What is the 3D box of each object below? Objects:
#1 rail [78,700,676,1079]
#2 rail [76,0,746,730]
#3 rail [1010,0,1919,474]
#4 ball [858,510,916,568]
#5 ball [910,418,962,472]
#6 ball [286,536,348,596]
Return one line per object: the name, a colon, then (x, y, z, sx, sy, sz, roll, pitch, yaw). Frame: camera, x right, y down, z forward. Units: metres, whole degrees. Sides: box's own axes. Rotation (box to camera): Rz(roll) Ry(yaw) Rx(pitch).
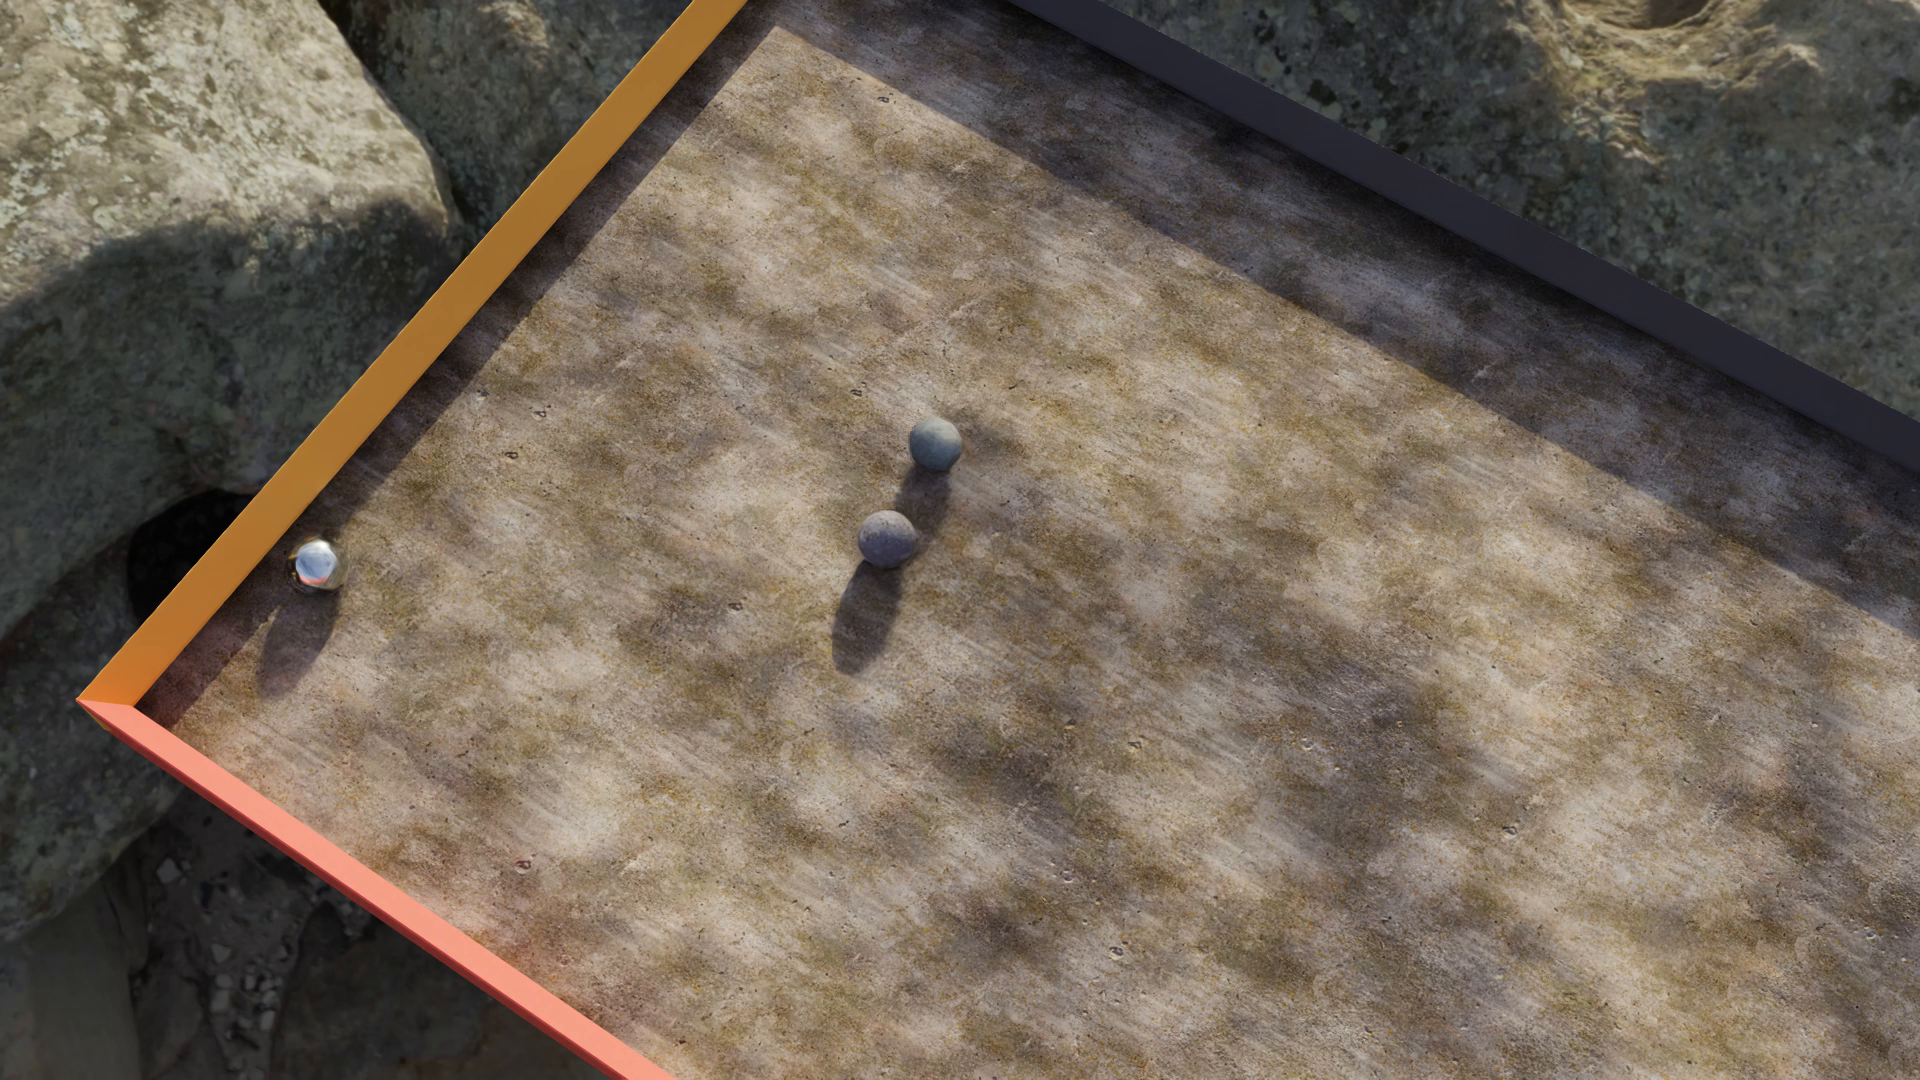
rail: (0.272, 1.207, 2.975, 3.852, 0.126, 0.045, 31, 68, 14)
rail: (-0.786, -0.473, 3.768, 0.045, 0.126, 1.998, 31, 68, 14)
rail: (1.340, -0.269, 3.672, 3.852, 0.126, 0.045, 31, 68, 14)
ball: (-0.118, -0.001, 3.564, 0.094, 0.094, 0.094, 0, 65, 0)
ball: (-0.040, -0.157, 3.641, 0.088, 0.088, 0.088, 0, 65, 0)
ball: (-1.035, 0.040, 3.543, 0.097, 0.097, 0.097, 0, 65, 0)
